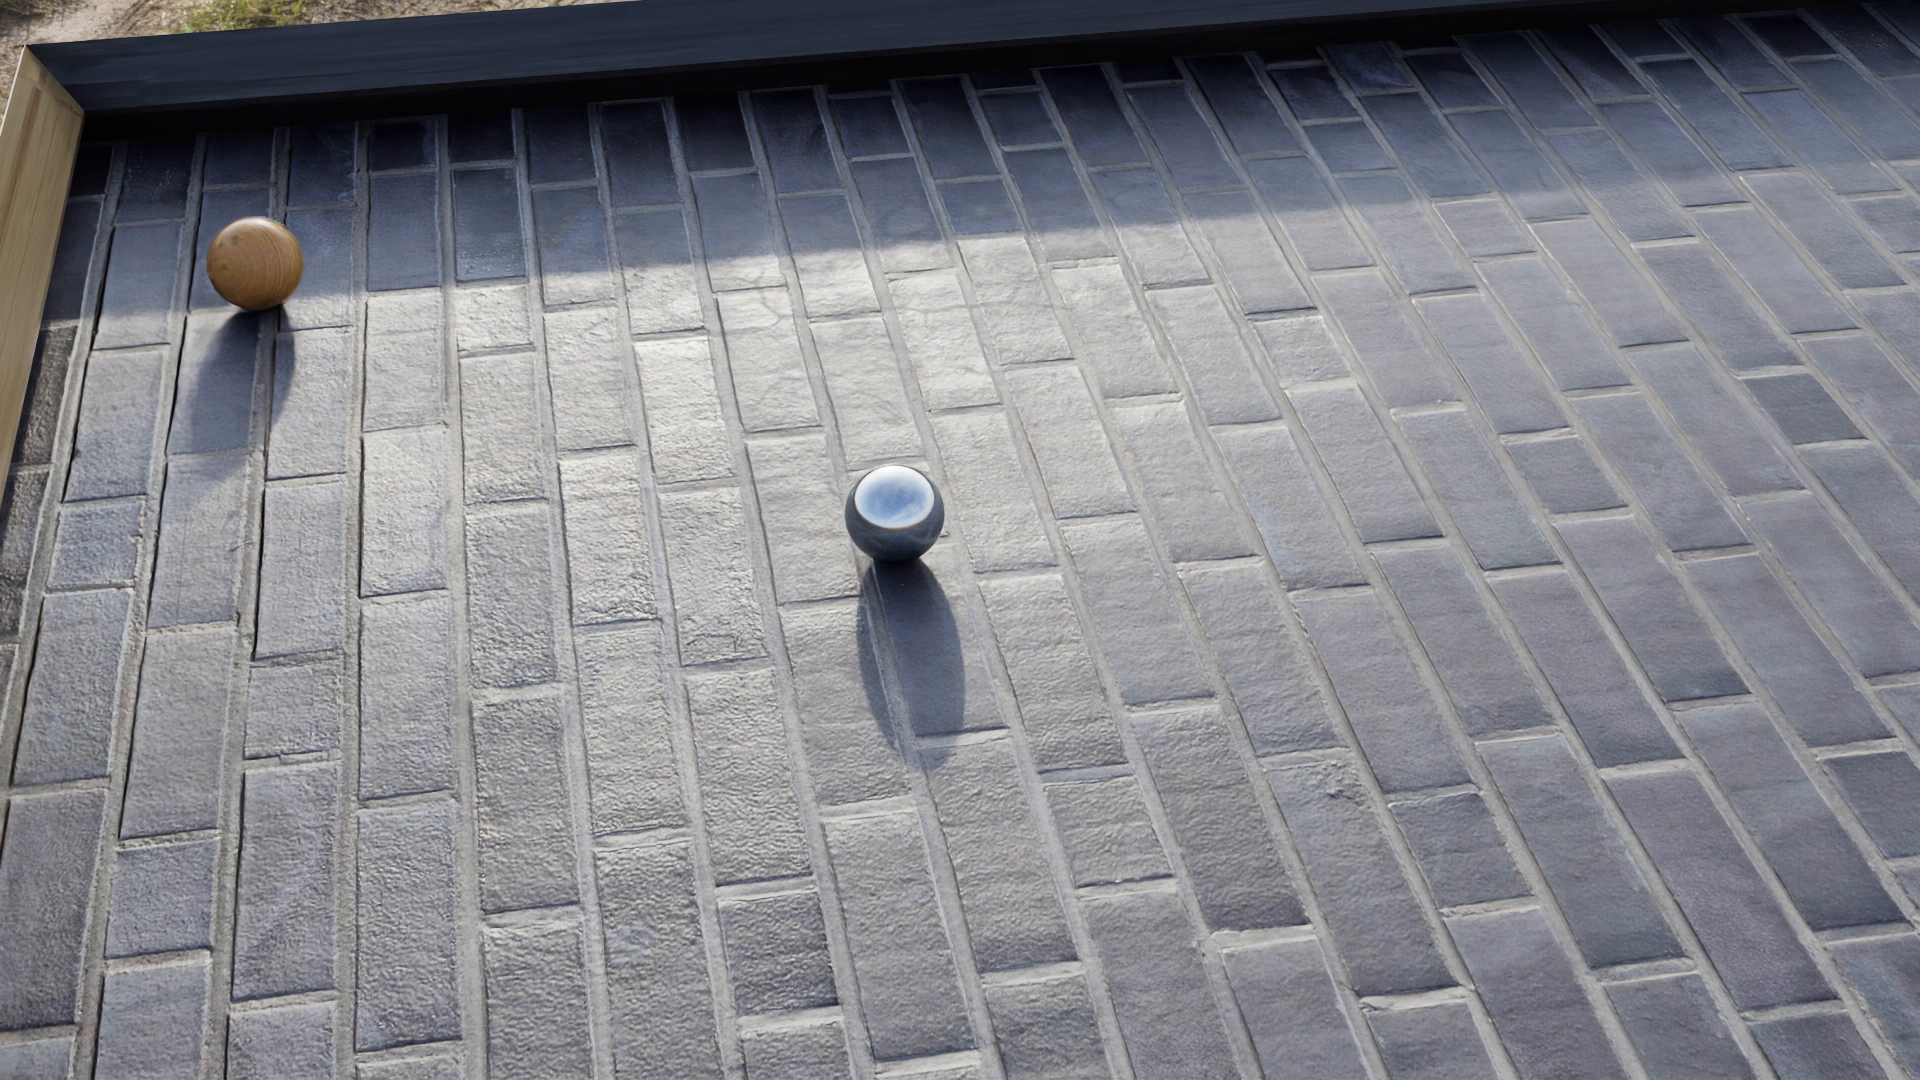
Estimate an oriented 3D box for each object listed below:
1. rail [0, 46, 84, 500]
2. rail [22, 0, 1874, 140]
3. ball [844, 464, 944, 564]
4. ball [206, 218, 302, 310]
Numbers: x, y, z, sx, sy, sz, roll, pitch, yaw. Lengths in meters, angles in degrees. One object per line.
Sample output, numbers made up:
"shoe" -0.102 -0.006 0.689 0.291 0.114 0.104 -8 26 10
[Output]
"rail" -0.628 0.056 1.571 0.045 0.091 1.519 -6 36 -8
"rail" 0.521 -0.500 2.346 2.645 0.091 0.045 -6 36 -8
"ball" -0.043 -0.017 1.695 0.066 0.066 0.066 0 36 0
"ball" -0.539 -0.211 1.962 0.070 0.070 0.070 0 36 0
